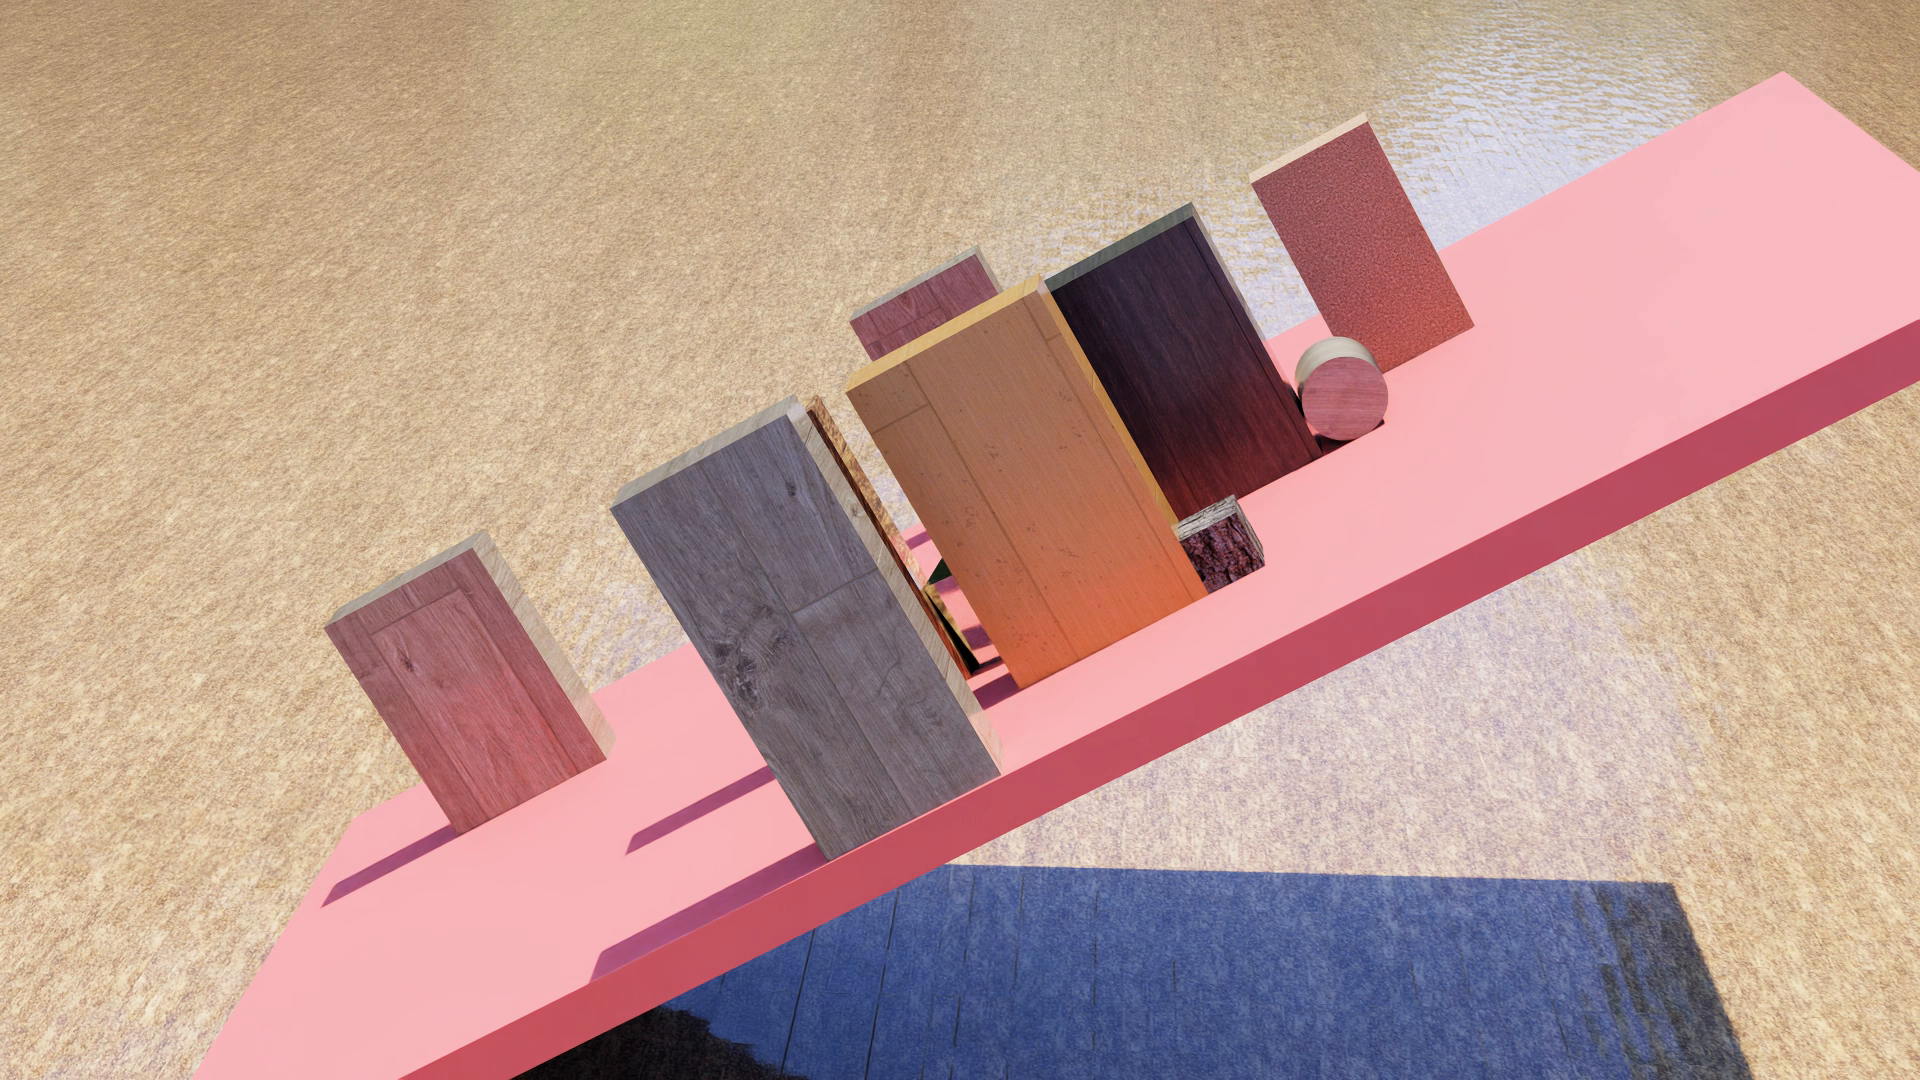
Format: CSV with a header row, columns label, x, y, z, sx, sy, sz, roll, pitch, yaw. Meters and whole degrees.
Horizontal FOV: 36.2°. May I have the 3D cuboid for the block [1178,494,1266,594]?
label,x,y,z,sx,sy,sz,roll,pitch,yaw
block,0.503,0.008,5.655,0.121,0.121,0.121,-27,14,11

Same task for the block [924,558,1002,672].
label,x,y,z,sx,sy,sz,roll,pitch,yaw
block,0.086,0.103,5.992,0.205,0.205,0.205,-24,16,24

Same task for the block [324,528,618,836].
label,x,y,z,sx,sy,sz,roll,pitch,yaw
block,-1.139,0.335,6.869,0.411,0.589,0.141,-27,14,11

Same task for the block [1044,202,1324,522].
label,x,y,z,sx,sy,sz,roll,pitch,yaw
block,0.425,-0.337,6.072,0.425,0.570,0.145,-27,14,11

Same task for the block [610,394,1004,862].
label,x,y,z,sx,sy,sz,roll,pitch,yaw
block,-0.269,0.164,5.336,0.366,0.773,0.138,-27,14,11

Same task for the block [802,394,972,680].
label,x,y,z,sx,sy,sz,roll,pitch,yaw
block,-0.303,0.083,5.948,0.397,0.641,0.111,-27,14,11

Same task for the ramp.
label,x,y,z,sx,sy,sz,roll,pitch,yaw
ramp,0.142,0.167,6.283,4.000,0.100,2.000,-27,14,11

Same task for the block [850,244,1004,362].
label,x,y,z,sx,sy,sz,roll,pitch,yaw
block,0.027,-0.373,7.010,0.342,0.559,0.102,-27,14,11

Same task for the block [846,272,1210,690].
label,x,y,z,sx,sy,sz,roll,pitch,yaw
block,0.134,-0.108,5.647,0.413,0.681,0.141,-27,14,11

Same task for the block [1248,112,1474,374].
label,x,y,z,sx,sy,sz,roll,pitch,yaw
block,0.861,-0.622,6.304,0.276,0.504,0.105,-27,14,11
